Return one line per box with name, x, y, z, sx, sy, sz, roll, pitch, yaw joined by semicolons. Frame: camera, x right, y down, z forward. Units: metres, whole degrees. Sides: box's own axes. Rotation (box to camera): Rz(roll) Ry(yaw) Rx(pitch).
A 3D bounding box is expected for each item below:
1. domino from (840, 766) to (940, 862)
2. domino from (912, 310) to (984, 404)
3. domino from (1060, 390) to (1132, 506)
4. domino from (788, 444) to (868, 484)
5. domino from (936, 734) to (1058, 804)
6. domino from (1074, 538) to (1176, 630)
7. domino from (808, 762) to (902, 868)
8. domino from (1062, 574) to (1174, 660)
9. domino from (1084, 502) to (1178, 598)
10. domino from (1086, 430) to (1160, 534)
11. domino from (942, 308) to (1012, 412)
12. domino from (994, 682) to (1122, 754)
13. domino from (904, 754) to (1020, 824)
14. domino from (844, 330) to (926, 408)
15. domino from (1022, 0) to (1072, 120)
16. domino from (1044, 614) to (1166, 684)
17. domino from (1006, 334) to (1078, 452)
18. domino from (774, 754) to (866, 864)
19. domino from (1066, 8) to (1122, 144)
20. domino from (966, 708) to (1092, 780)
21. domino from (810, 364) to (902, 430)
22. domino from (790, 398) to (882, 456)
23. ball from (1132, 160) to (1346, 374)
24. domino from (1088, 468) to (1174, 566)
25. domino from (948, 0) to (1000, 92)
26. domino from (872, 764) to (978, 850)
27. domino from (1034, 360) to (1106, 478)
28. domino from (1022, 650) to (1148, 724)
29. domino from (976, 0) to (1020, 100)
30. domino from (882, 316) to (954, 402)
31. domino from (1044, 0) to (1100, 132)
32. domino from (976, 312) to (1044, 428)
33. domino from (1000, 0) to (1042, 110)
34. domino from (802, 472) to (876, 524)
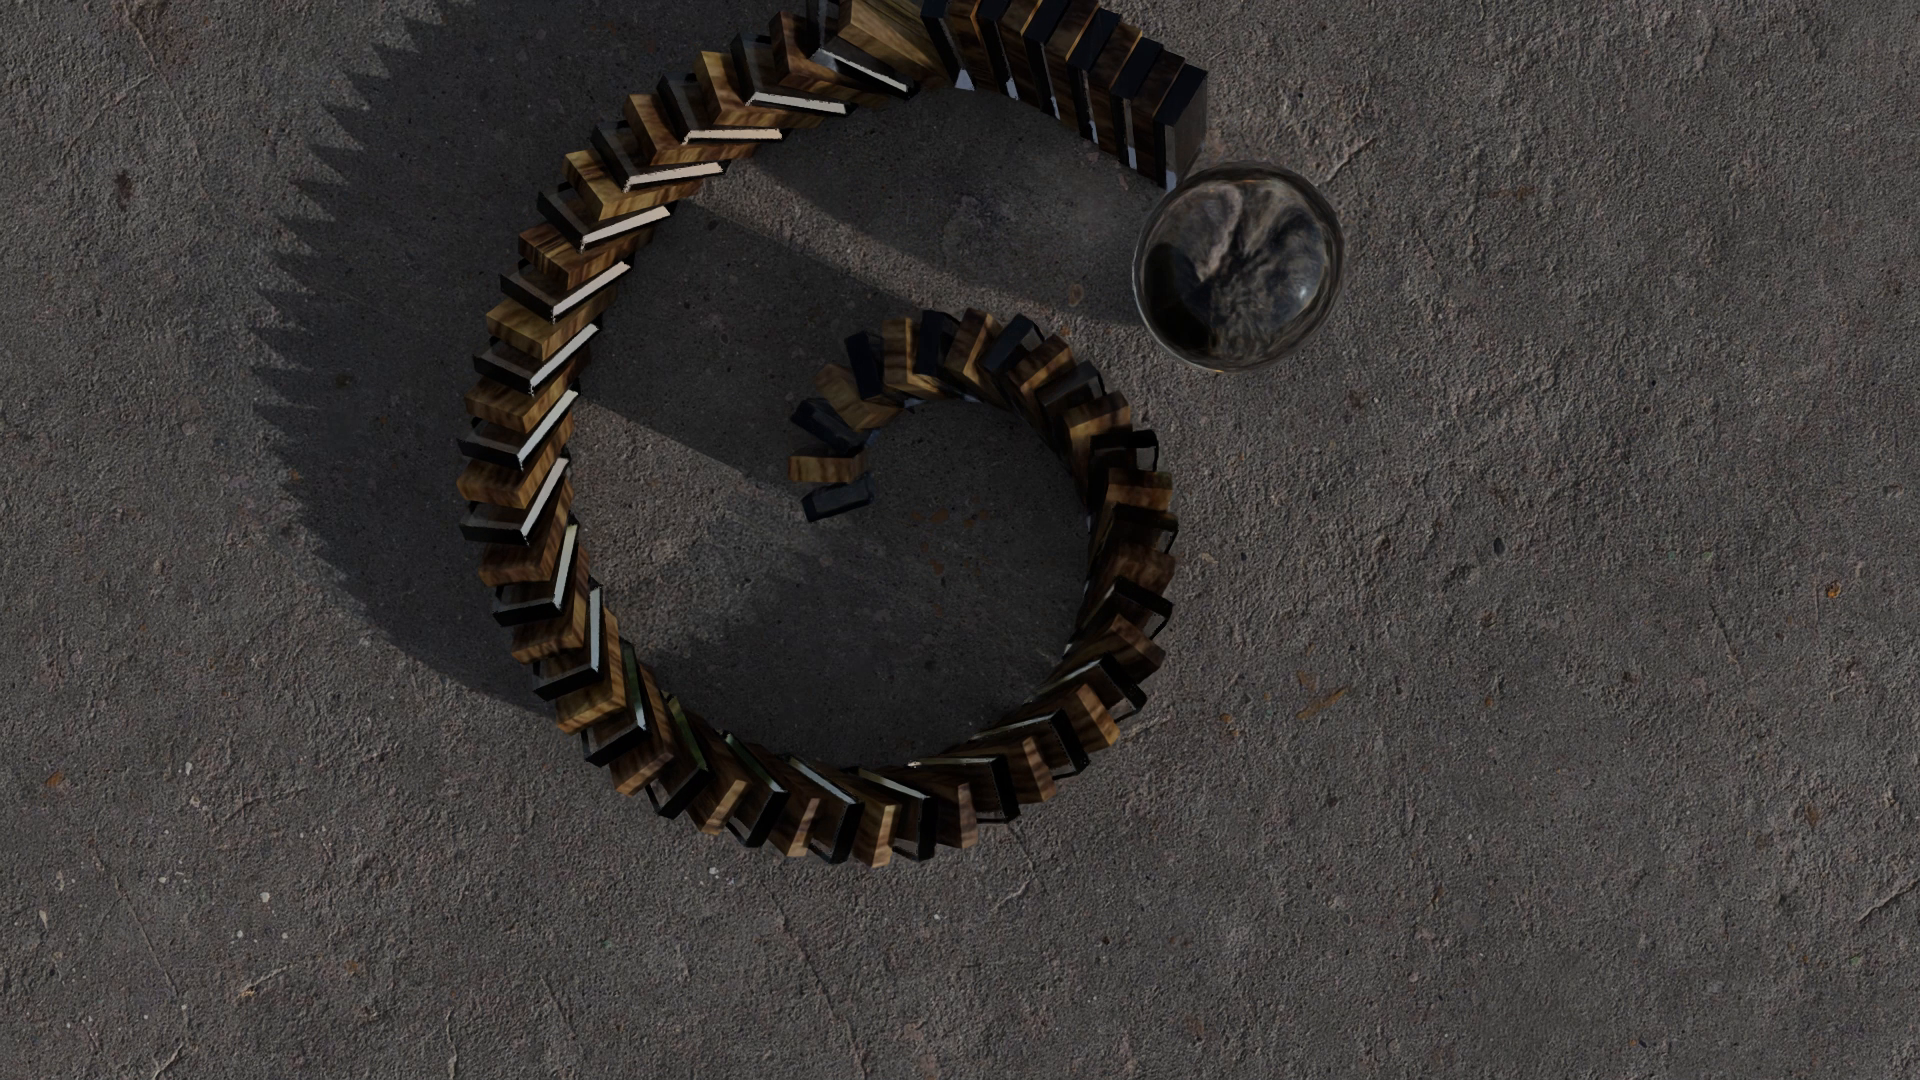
domino;-0.031;0.113;0.380;0.050;0.009;0.025;6;91;42
domino;-0.002;-0.074;0.375;0.009;0.050;0.025;10;90;24
domino;0.058;-0.037;0.377;0.025;0.050;0.010;-21;52;0
domino;-0.053;-0.032;0.375;0.025;0.050;0.010;2;101;0
domino;0.014;0.097;0.380;0.050;0.010;0.025;-21;90;42
domino;0.067;0.023;0.379;0.025;0.050;0.009;18;46;0
domino;-0.047;0.113;0.380;0.050;0.010;0.025;14;91;42
domino;0.064;0.038;0.379;0.025;0.050;0.009;27;45;0
domino;0.070;0.008;0.378;0.025;0.050;0.010;13;47;0
domino;0.066;-0.023;0.378;0.025;0.050;0.010;-6;51;0
domino;0.013;-0.073;0.376;0.010;0.050;0.025;23;90;27
domino;0.040;0.078;0.379;0.050;0.009;0.025;-33;90;43
domino;0.000;0.103;0.380;0.050;0.009;0.025;-15;90;42
domino;-0.030;-0.069;0.375;0.009;0.050;0.025;-16;90;17
domino;0.040;-0.199;0.375;0.009;0.050;0.025;31;90;16
domino;0.059;0.053;0.379;0.025;0.010;0.050;39;135;0
domino;0.039;-0.059;0.376;0.025;0.050;0.010;-40;57;0
domino;-0.062;0.110;0.380;0.050;0.010;0.025;18;91;41
domino;0.057;-0.188;0.375;0.009;0.050;0.025;30;90;16
domino;0.028;0.088;0.380;0.050;0.009;0.025;-27;90;43
domino;-0.041;-0.059;0.375;0.009;0.050;0.025;-41;90;14
domino;-0.049;-0.047;0.375;0.025;0.050;0.010;33;101;0
ball;0.108;-0.106;0.360;0.080;0.080;0.080;0;90;0
domino;0.069;-0.008;0.378;0.025;0.050;0.009;5;49;0
domino;0.011;-0.210;0.375;0.009;0.050;0.025;23;90;16
domino;-0.015;0.110;0.380;0.050;0.010;0.025;-4;91;42
domino;0.049;-0.049;0.377;0.025;0.050;0.009;-31;54;0
domino;0.051;0.067;0.379;0.025;0.009;0.050;50;134;0
domino;0.022;-0.207;0.375;0.009;0.050;0.025;31;90;16
domino;-0.016;-0.073;0.375;0.009;0.050;0.025;-2;90;20
domino;0.049;-0.193;0.375;0.009;0.050;0.025;31;90;16
domino;0.027;-0.068;0.376;0.025;0.050;0.009;-48;60;0
domino;0.031;-0.203;0.375;0.009;0.050;0.025;31;90;16
domino;-0.048;-0.018;0.375;0.025;0.050;0.010;-18;99;0
